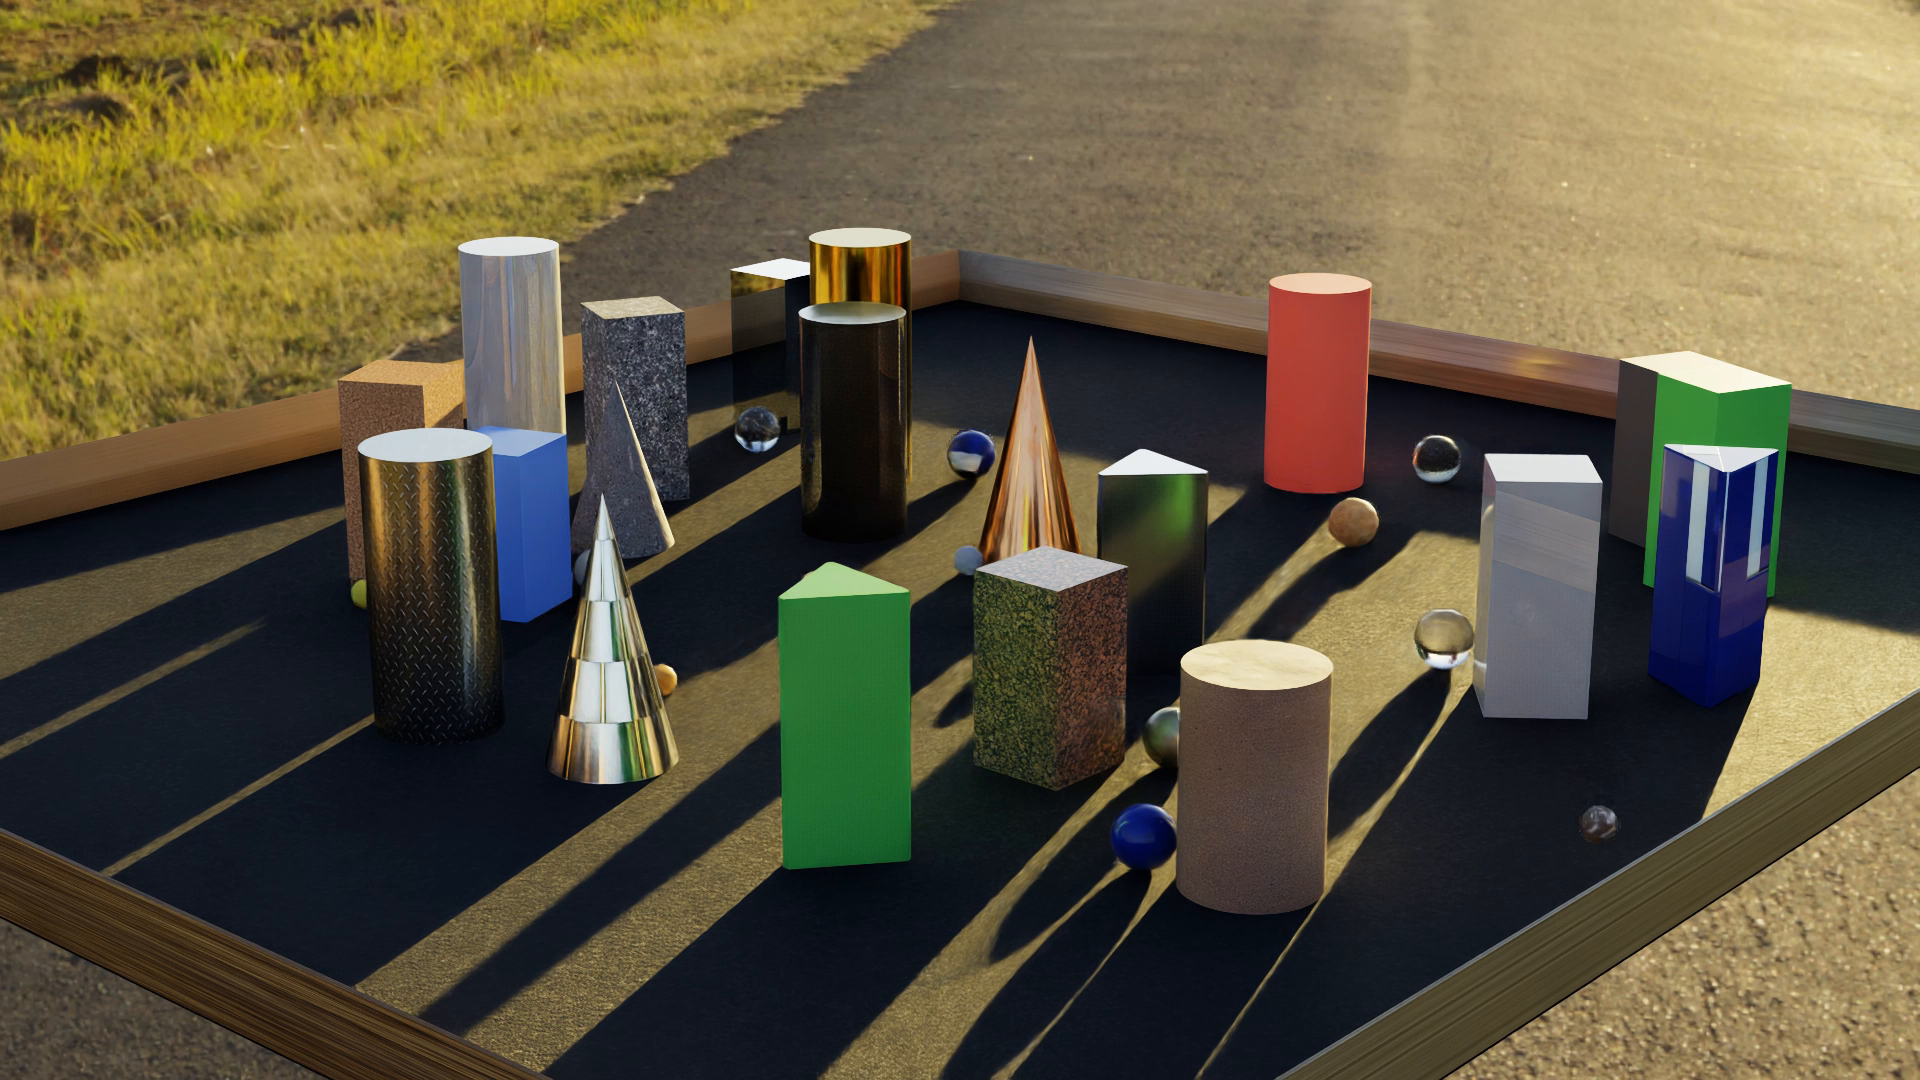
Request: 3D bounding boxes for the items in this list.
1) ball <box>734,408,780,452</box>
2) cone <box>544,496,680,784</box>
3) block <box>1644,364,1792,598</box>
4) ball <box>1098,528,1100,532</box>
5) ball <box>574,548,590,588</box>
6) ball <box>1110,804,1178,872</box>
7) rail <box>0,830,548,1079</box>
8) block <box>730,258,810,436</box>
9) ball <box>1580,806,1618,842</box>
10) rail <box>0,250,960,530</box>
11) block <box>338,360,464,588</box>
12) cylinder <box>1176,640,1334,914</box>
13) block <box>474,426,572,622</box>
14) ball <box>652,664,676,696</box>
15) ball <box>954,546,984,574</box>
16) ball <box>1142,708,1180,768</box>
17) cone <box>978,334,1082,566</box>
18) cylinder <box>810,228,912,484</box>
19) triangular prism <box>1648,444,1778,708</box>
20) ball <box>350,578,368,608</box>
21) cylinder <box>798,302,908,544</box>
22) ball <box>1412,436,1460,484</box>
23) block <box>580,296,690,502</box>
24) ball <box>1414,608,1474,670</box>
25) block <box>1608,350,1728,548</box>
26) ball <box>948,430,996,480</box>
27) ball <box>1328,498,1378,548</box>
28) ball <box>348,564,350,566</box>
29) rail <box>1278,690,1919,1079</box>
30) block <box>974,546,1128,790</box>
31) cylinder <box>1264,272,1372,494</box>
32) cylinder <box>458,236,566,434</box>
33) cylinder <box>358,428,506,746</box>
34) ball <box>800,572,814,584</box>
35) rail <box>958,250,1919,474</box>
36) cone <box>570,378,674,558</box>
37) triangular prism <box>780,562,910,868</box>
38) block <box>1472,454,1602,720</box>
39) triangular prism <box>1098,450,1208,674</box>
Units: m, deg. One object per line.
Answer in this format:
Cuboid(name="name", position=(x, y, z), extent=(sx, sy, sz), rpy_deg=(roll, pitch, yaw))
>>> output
Cuboid(name="ball", position=(-0.417, -0.227, 6.045), extent=(0.094, 0.094, 0.094), rpy_deg=(0, 17, 0))
Cuboid(name="cone", position=(-0.519, 0.129, 4.310), extent=(0.199, 0.413, 0.199), rpy_deg=(0, 17, 0))
Cuboid(name="block", position=(1.318, -0.095, 5.109), extent=(0.159, 0.383, 0.159), rpy_deg=(-8, 19, -25))
Cuboid(name="ball", position=(0.293, -0.012, 5.354), extent=(0.081, 0.081, 0.081), rpy_deg=(0, 17, 0))
Cuboid(name="ball", position=(-0.636, 0.053, 5.137), extent=(0.081, 0.081, 0.081), rpy_deg=(0, 17, 0))
Cuboid(name="ball", position=(0.249, 0.402, 3.962), extent=(0.092, 0.092, 0.092), rpy_deg=(0, 17, 0))
Cuboid(name="rail", position=(-1.204, 0.432, 3.792), extent=(3.242, 0.129, 0.045), rpy_deg=(14, 22, 39))
Cuboid(name="block", position=(-0.372, -0.412, 6.242), extent=(0.159, 0.336, 0.159), rpy_deg=(14, 22, 38))
Cuboid(name="ball", position=(0.886, 0.393, 4.063), extent=(0.050, 0.050, 0.050), rpy_deg=(0, 17, 0))
Cuboid(name="rail", position=(-1.206, -0.270, 6.122), extent=(0.045, 0.129, 3.720), rpy_deg=(14, 22, 39))
Cuboid(name="block", position=(-0.978, -0.112, 5.171), extent=(0.159, 0.378, 0.159), rpy_deg=(4, 17, 14))
Cuboid(name="cylinder", position=(0.388, 0.312, 3.880), extent=(0.199, 0.311, 0.199), rpy_deg=(0, 17, 0))
Cuboid(name="block", position=(-0.781, -0.029, 5.043), extent=(0.159, 0.293, 0.159), rpy_deg=(7, 18, 21))
Cuboid(name="ball", position=(-0.472, 0.221, 4.634), extent=(0.050, 0.050, 0.050), rpy_deg=(0, 17, 0))
Cuboid(name="ball", position=(0.016, 0.036, 5.244), extent=(0.052, 0.052, 0.052), rpy_deg=(0, 17, 0))
Cuboid(name="ball", position=(0.314, 0.292, 4.330), extent=(0.090, 0.090, 0.090), rpy_deg=(0, 17, 0))
Cuboid(name="cone", position=(0.126, -0.161, 5.253), extent=(0.199, 0.424, 0.199), rpy_deg=(0, 17, 0))
Cuboid(name="cylinder", position=(-0.195, -0.356, 5.786), extent=(0.199, 0.490, 0.199), rpy_deg=(0, 17, 0))
Cuboid(name="triangular prism", position=(1.169, 0.047, 4.636), extent=(0.149, 0.383, 0.172), rpy_deg=(14, 22, 38))
Cuboid(name="ball", position=(-1.024, 0.093, 5.056), extent=(0.053, 0.053, 0.053), rpy_deg=(0, 17, 0))
Cuboid(name="cylinder", position=(-0.198, -0.221, 5.470), extent=(0.199, 0.415, 0.199), rpy_deg=(0, 17, 0))
Cuboid(name="ball", position=(0.946, -0.160, 5.819), extent=(0.096, 0.096, 0.096), rpy_deg=(0, 17, 0))
Cuboid(name="block", position=(-0.632, -0.270, 5.708), extent=(0.159, 0.372, 0.159), rpy_deg=(-7, 18, -23))
Cuboid(name="ball", position=(0.784, 0.161, 4.749), extent=(0.099, 0.099, 0.099), rpy_deg=(0, 17, 0))
Cuboid(name="block", position=(1.322, -0.162, 5.416), extent=(0.159, 0.334, 0.159), rpy_deg=(-8, 18, -24))
Cuboid(name="ball", position=(0.024, -0.170, 5.851), extent=(0.098, 0.098, 0.098), rpy_deg=(0, 17, 0))
Cuboid(name="ball", position=(0.725, -0.032, 5.402), extent=(0.092, 0.092, 0.092), rpy_deg=(0, 17, 0))
Cuboid(name="ball", position=(-1.073, 0.041, 5.248), extent=(0.041, 0.041, 0.041), rpy_deg=(0, 17, 0))
Cuboid(name="rail", position=(1.206, 0.334, 4.117), extent=(0.045, 0.129, 3.720), rpy_deg=(14, 22, 39))
Cuboid(name="block", position=(0.133, 0.186, 4.312), extent=(0.159, 0.303, 0.159), rpy_deg=(14, 22, 39))
Cuboid(name="cylinder", position=(0.705, -0.311, 5.794), extent=(0.199, 0.400, 0.199), rpy_deg=(0, 17, 0))
Cuboid(name="cylinder", position=(-0.902, -0.373, 5.919), extent=(0.199, 0.447, 0.199), rpy_deg=(0, 17, 0))
Cuboid(name="cylinder", position=(-0.800, 0.070, 4.453), extent=(0.199, 0.444, 0.199), rpy_deg=(0, 17, 0))
Cuboid(name="ball", position=(-0.253, 0.080, 5.102), extent=(0.051, 0.051, 0.051), rpy_deg=(0, 17, 0))
Cuboid(name="rail", position=(1.204, -0.368, 6.447), extent=(3.242, 0.129, 0.045), rpy_deg=(14, 22, 39))
Cuboid(name="cone", position=(-0.629, -0.146, 5.391), extent=(0.199, 0.316, 0.199), rpy_deg=(0, 17, 0))
Cuboid(name="triangular prism", position=(-0.165, 0.236, 4.005), extent=(0.172, 0.385, 0.149), rpy_deg=(-3, 17, -10))
Cuboid(name="block", position=(0.895, 0.071, 4.561), extent=(0.159, 0.380, 0.159), rpy_deg=(1, 17, 3))
Cuboid(name="triangular prism", position=(0.302, 0.034, 4.757), extent=(0.172, 0.337, 0.149), rpy_deg=(-1, 17, -4))
